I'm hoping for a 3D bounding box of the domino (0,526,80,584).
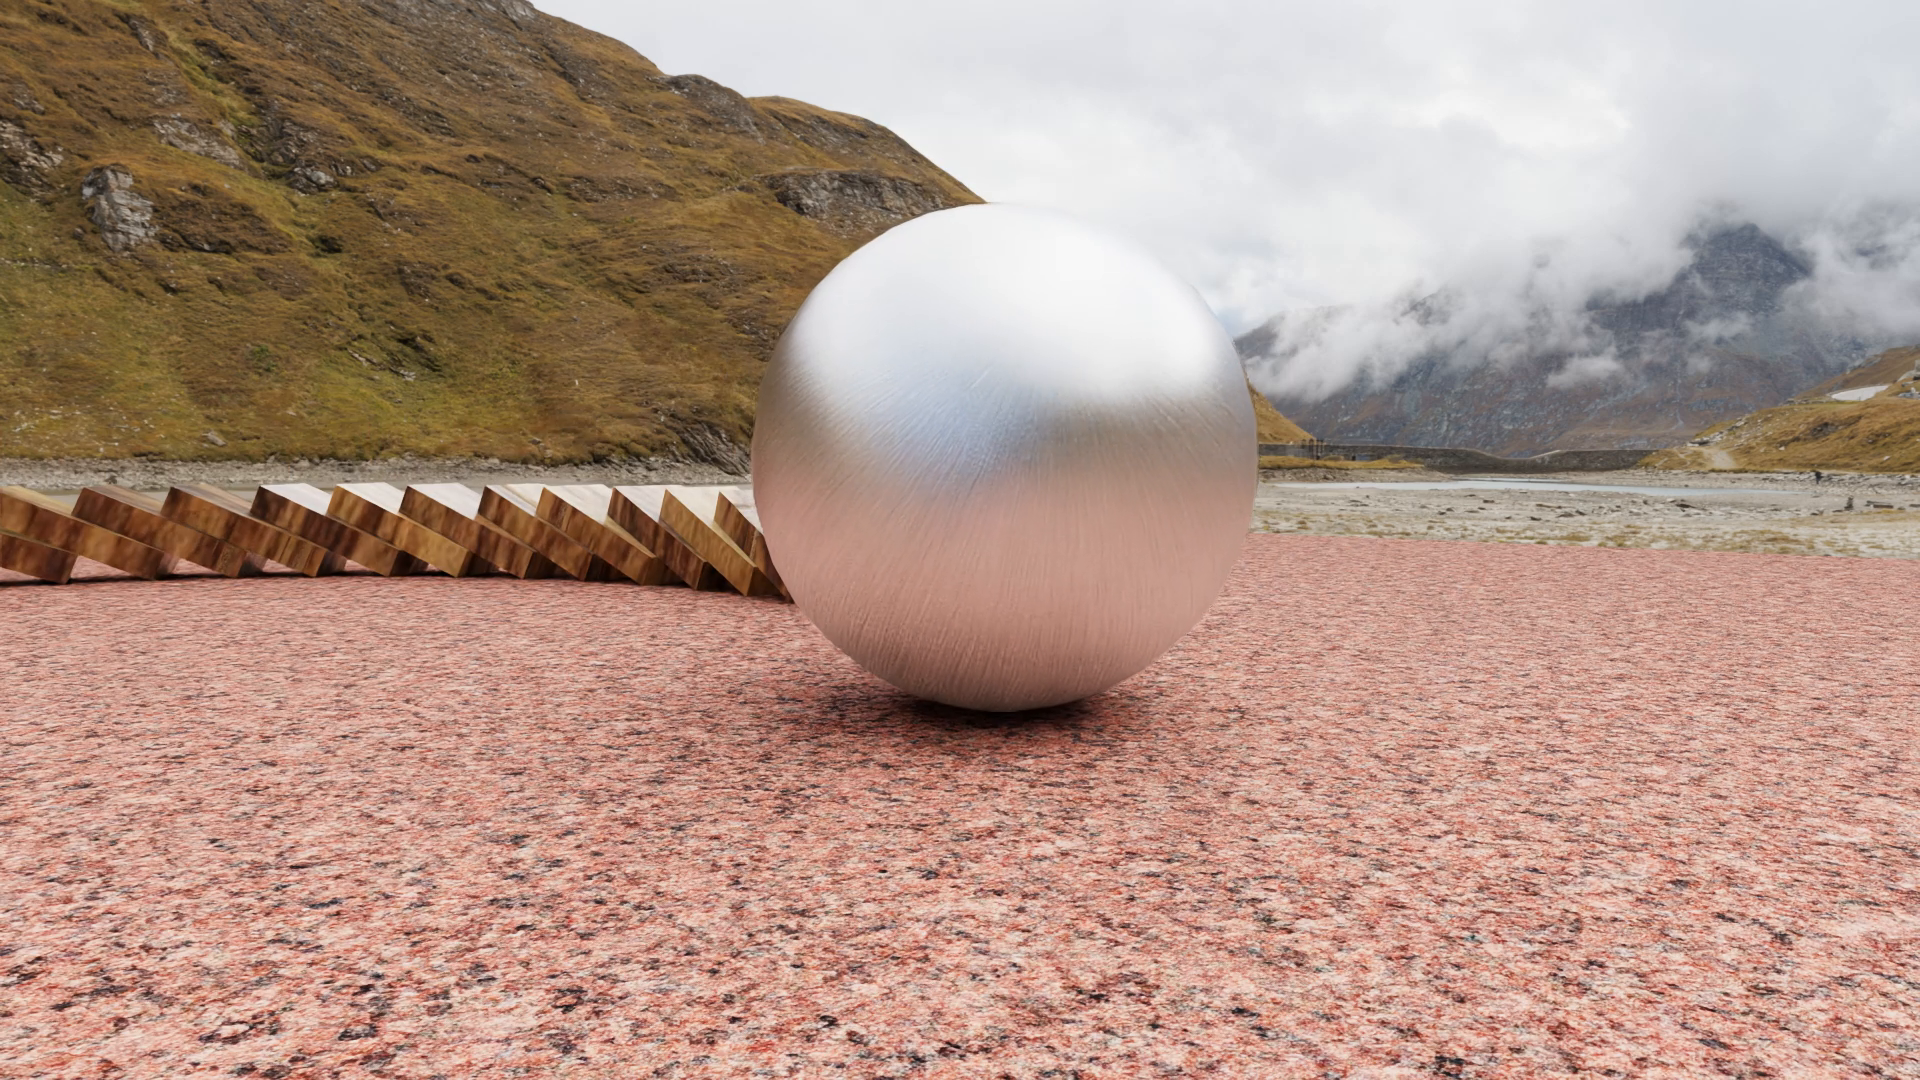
[{"bbox_3d":[-0.295,0.000,0.385,0.050,0.009,0.025,23,-8,-31],"label":"domino"}]

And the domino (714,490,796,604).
[{"bbox_3d":[-0.047,0.001,0.362,0.025,0.010,0.050,-3,30,-37],"label":"domino"}]

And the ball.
[{"bbox_3d":[0.007,-0.013,0.206,0.080,0.080,0.080,0,4,0],"label":"ball"}]

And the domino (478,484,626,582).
[{"bbox_3d":[-0.129,-0.003,0.415,0.050,0.010,0.025,29,16,23],"label":"domino"}]

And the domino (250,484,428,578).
[{"bbox_3d":[-0.202,-0.004,0.423,0.050,0.010,0.025,24,6,2],"label":"domino"}]

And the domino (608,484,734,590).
[{"bbox_3d":[-0.084,-0.002,0.394,0.050,0.009,0.025,34,25,35],"label":"domino"}]

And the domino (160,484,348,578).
[{"bbox_3d":[-0.228,-0.003,0.417,0.050,0.009,0.025,24,1,-7],"label":"domino"}]

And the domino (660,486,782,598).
[{"bbox_3d":[-0.065,0.000,0.379,0.025,0.010,0.050,-4,30,-44],"label":"domino"}]

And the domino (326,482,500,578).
[{"bbox_3d":[-0.178,-0.004,0.423,0.050,0.009,0.025,25,8,8],"label":"domino"}]

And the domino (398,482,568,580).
[{"bbox_3d":[-0.154,-0.004,0.419,0.050,0.010,0.025,26,11,12],"label":"domino"}]

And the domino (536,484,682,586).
[{"bbox_3d":[-0.107,-0.002,0.405,0.050,0.009,0.025,29,18,26],"label":"domino"}]

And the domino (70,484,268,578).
[{"bbox_3d":[-0.251,-0.003,0.411,0.050,0.009,0.025,24,-1,-12],"label":"domino"}]

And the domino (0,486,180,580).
[{"bbox_3d":[-0.274,-0.002,0.401,0.050,0.010,0.025,24,-4,-18],"label":"domino"}]
